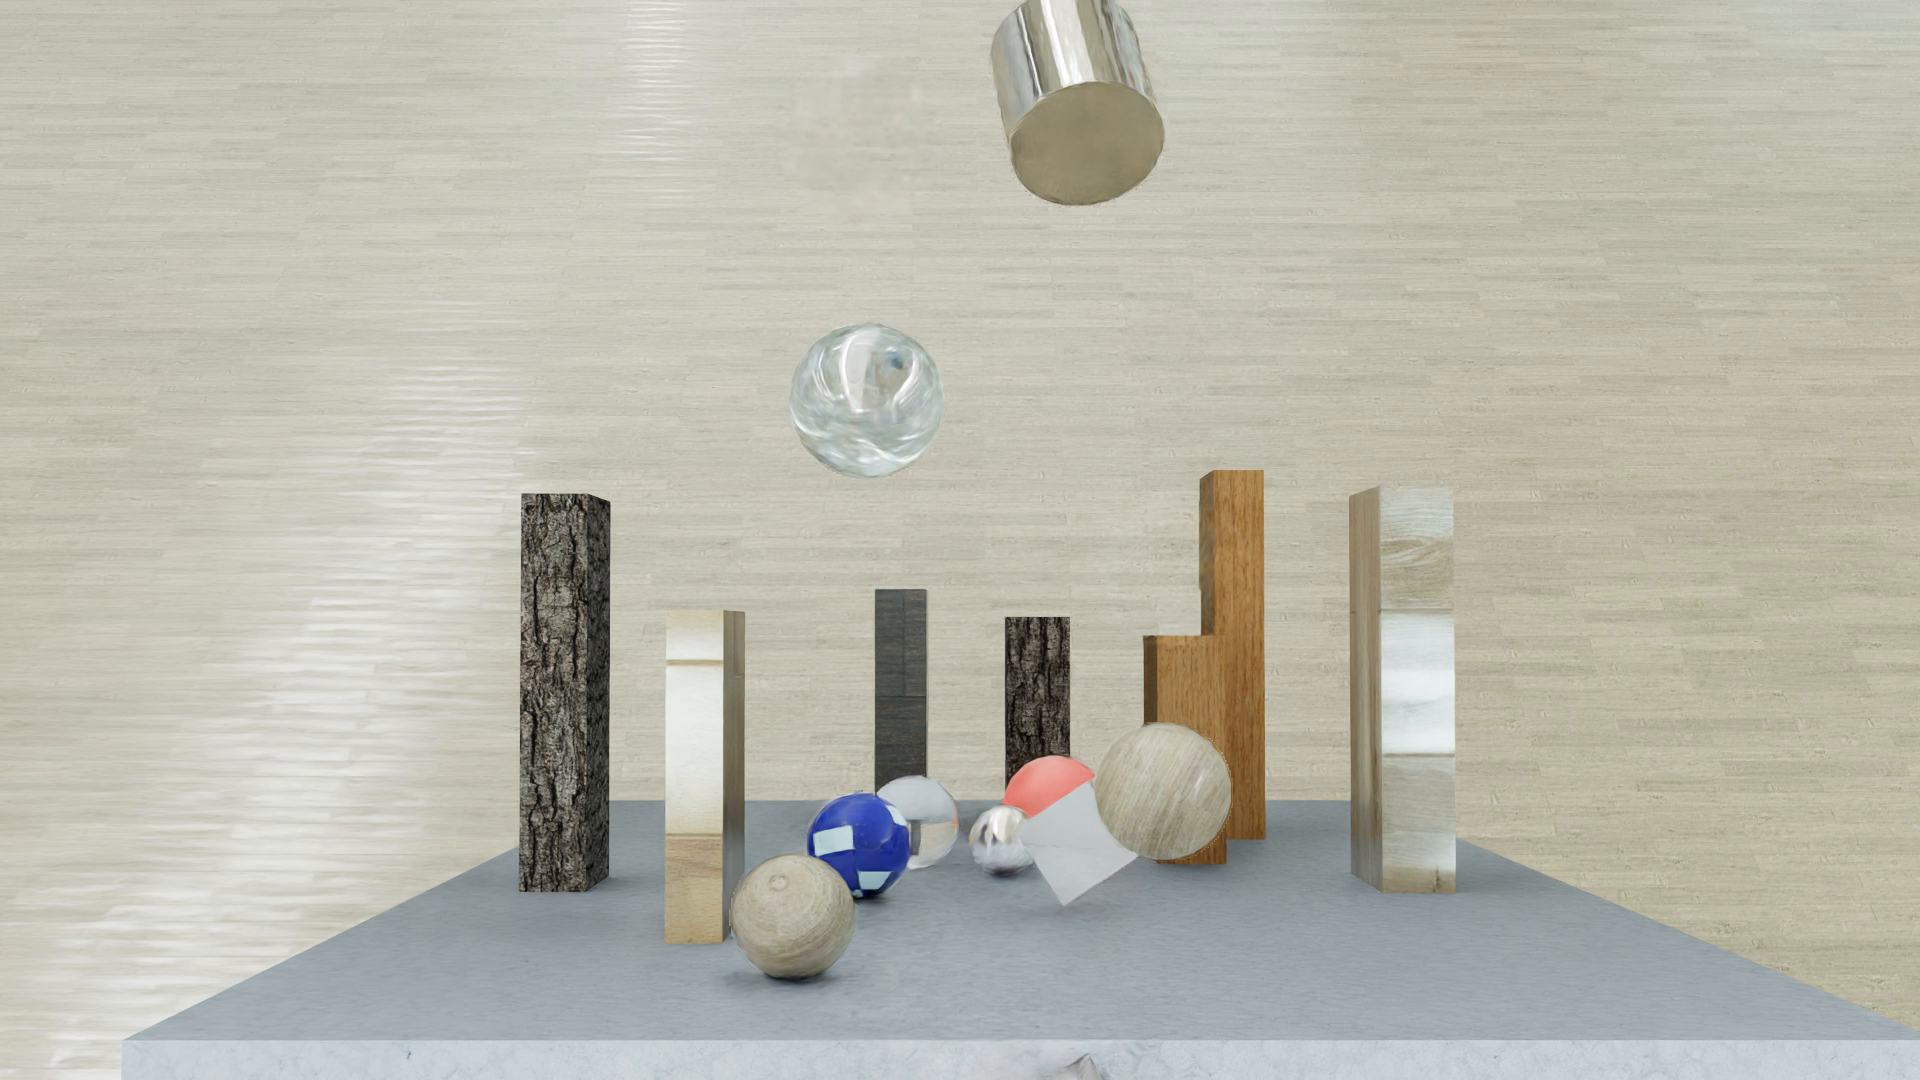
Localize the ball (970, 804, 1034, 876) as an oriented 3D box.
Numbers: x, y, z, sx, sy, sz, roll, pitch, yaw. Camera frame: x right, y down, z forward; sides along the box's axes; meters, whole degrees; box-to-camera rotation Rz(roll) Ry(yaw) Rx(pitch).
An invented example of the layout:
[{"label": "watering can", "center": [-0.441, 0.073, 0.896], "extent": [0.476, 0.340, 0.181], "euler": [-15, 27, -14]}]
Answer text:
[{"label": "ball", "center": [0.082, 0.551, 4.764], "extent": [0.130, 0.130, 0.130], "euler": [0, 35, 0]}]

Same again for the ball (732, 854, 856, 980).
[{"label": "ball", "center": [-0.215, 0.487, 3.364], "extent": [0.161, 0.161, 0.161], "euler": [0, 35, 0]}]

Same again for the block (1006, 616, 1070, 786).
[{"label": "block", "center": [0.184, 0.424, 6.199], "extent": [0.148, 0.481, 0.243], "euler": [0, -2, 0]}]

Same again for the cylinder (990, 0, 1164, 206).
[{"label": "cylinder", "center": [0.122, -0.469, 2.754], "extent": [0.162, 0.162, 0.162], "euler": [-4, 47, -6]}]

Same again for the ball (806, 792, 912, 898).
[{"label": "ball", "center": [-0.170, 0.513, 4.368], "extent": [0.177, 0.177, 0.177], "euler": [0, 35, 0]}]

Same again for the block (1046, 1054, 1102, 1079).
[{"label": "block", "center": [0.102, 0.677, 2.750], "extent": [0.172, 0.172, 0.172], "euler": [-32, -5, 5]}]

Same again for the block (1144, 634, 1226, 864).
[{"label": "block", "center": [0.447, 0.410, 5.197], "extent": [0.131, 0.440, 0.372], "euler": [0, -2, 0]}]

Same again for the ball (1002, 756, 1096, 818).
[{"label": "ball", "center": [0.185, 0.523, 5.073], "extent": [0.205, 0.205, 0.205], "euler": [0, 35, 0]}]

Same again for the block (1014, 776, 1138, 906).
[{"label": "block", "center": [0.193, 0.482, 4.181], "extent": [0.142, 0.142, 0.142], "euler": [-34, -6, 6]}]

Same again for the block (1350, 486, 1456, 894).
[{"label": "block", "center": [0.786, 0.261, 4.642], "extent": [0.125, 0.699, 0.361], "euler": [0, -2, 0]}]

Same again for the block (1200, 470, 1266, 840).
[{"label": "block", "center": [0.602, 0.252, 5.763], "extent": [0.108, 0.795, 0.332], "euler": [0, -2, 0]}]

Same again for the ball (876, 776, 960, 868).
[{"label": "ball", "center": [-0.088, 0.533, 4.906], "extent": [0.176, 0.176, 0.176], "euler": [0, 35, 0]}]

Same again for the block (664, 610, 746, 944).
[{"label": "block", "center": [-0.384, 0.347, 3.941], "extent": [0.082, 0.480, 0.385], "euler": [0, -2, 0]}]

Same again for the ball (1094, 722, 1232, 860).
[{"label": "ball", "center": [0.244, 0.302, 3.121], "extent": [0.164, 0.164, 0.164], "euler": [0, 35, 0]}]

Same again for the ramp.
[{"label": "ramp", "center": [0.078, 0.669, 4.853], "extent": [2.000, 0.100, 4.000], "euler": [0, -2, 0]}]

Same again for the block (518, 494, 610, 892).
[{"label": "block", "center": [-0.701, 0.268, 4.627], "extent": [0.115, 0.686, 0.298], "euler": [0, -2, 0]}]

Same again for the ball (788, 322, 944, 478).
[{"label": "ball", "center": [-0.105, -0.158, 2.925], "extent": [0.175, 0.175, 0.175], "euler": [0, 35, 0]}]

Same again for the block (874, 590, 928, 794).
[{"label": "block", "center": [-0.132, 0.387, 5.986], "extent": [0.115, 0.540, 0.439], "euler": [0, -2, 0]}]
